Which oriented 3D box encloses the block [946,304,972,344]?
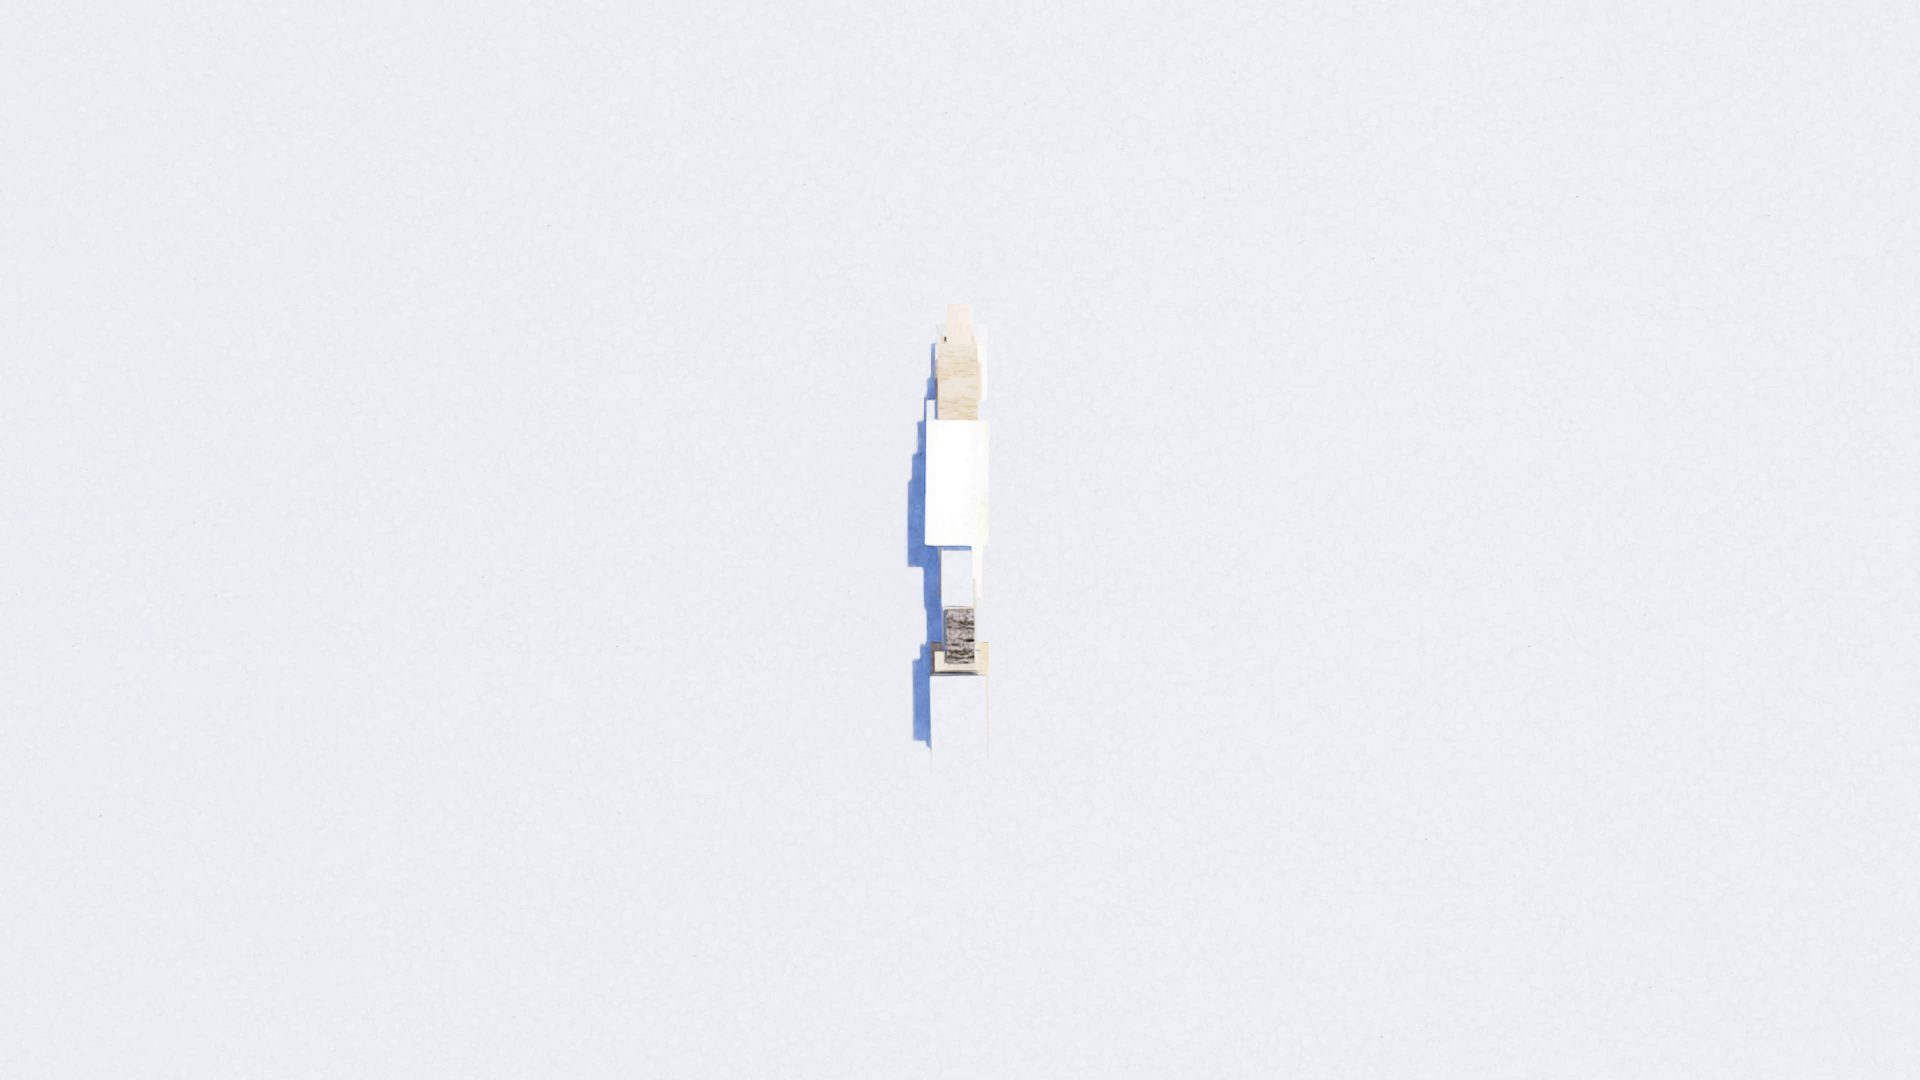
[{"bbox_3d":[-0.002,-0.541,4.228,0.062,0.017,0.123,0,90,0],"label":"block"}]

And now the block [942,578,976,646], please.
[{"bbox_3d":[-0.002,0.195,4.439,0.091,0.026,0.182,-1,90,0],"label":"block"}]

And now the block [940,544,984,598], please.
[{"bbox_3d":[0.004,0.038,4.651,0.123,0.035,0.247,0,90,0],"label":"block"}]

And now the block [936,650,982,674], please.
[{"bbox_3d":[-0.004,0.418,4.407,0.123,0.035,0.247,0,96,0],"label":"block"}]

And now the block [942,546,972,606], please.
[{"bbox_3d":[-0.008,0.092,4.257,0.079,0.022,0.158,0,90,0],"label":"block"}]

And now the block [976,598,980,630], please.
[{"bbox_3d":[0.003,0.158,5.095,0.117,0.033,0.234,0,90,0],"label":"block"}]

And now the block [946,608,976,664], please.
[{"bbox_3d":[0.002,0.247,4.226,0.071,0.020,0.142,-1,87,0],"label":"block"}]

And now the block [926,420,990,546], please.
[{"bbox_3d":[-0.006,-0.134,3.876,0.145,0.041,0.290,1,90,0],"label":"block"}]

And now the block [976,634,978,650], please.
[{"bbox_3d":[0.005,0.375,4.886,0.098,0.028,0.195,0,90,0],"label":"block"}]

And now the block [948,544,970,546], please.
[{"bbox_3d":[-0.002,0.042,4.511,0.057,0.016,0.114,0,90,0],"label":"block"}]

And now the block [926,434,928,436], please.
[{"bbox_3d":[-0.006,-0.231,4.041,0.145,0.290,0.041,0,90,0],"label":"block"}]

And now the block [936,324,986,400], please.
[{"bbox_3d":[0.004,-0.513,5.160,0.159,0.045,0.318,0,90,0],"label":"block"}]

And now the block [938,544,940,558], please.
[{"bbox_3d":[-0.001,-0.080,5.210,0.135,0.038,0.271,0,90,0],"label":"block"}]

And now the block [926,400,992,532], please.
[{"bbox_3d":[0.000,-0.188,4.210,0.167,0.047,0.334,0,90,0],"label":"block"}]

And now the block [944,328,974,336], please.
[{"bbox_3d":[-0.003,-0.549,4.950,0.087,0.025,0.175,0,90,0],"label":"block"}]

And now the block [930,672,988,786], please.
[{"bbox_3d":[-0.002,0.471,4.095,0.138,0.039,0.275,-1,96,0],"label":"block"}]

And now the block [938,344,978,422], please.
[{"bbox_3d":[-0.004,-0.376,3.980,0.096,0.027,0.192,-1,90,0],"label":"block"}]

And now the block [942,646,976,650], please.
[{"bbox_3d":[-0.003,0.256,4.676,0.091,0.026,0.183,-1,90,0],"label":"block"}]

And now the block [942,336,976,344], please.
[{"bbox_3d":[-0.005,-0.450,4.373,0.090,0.026,0.181,0,90,0],"label":"block"}]

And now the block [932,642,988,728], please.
[{"bbox_3d":[0.000,0.494,5.120,0.177,0.050,0.355,0,90,0],"label":"block"}]

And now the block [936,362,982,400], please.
[{"bbox_3d":[-0.003,-0.366,4.585,0.127,0.036,0.254,0,90,0],"label":"block"}]
